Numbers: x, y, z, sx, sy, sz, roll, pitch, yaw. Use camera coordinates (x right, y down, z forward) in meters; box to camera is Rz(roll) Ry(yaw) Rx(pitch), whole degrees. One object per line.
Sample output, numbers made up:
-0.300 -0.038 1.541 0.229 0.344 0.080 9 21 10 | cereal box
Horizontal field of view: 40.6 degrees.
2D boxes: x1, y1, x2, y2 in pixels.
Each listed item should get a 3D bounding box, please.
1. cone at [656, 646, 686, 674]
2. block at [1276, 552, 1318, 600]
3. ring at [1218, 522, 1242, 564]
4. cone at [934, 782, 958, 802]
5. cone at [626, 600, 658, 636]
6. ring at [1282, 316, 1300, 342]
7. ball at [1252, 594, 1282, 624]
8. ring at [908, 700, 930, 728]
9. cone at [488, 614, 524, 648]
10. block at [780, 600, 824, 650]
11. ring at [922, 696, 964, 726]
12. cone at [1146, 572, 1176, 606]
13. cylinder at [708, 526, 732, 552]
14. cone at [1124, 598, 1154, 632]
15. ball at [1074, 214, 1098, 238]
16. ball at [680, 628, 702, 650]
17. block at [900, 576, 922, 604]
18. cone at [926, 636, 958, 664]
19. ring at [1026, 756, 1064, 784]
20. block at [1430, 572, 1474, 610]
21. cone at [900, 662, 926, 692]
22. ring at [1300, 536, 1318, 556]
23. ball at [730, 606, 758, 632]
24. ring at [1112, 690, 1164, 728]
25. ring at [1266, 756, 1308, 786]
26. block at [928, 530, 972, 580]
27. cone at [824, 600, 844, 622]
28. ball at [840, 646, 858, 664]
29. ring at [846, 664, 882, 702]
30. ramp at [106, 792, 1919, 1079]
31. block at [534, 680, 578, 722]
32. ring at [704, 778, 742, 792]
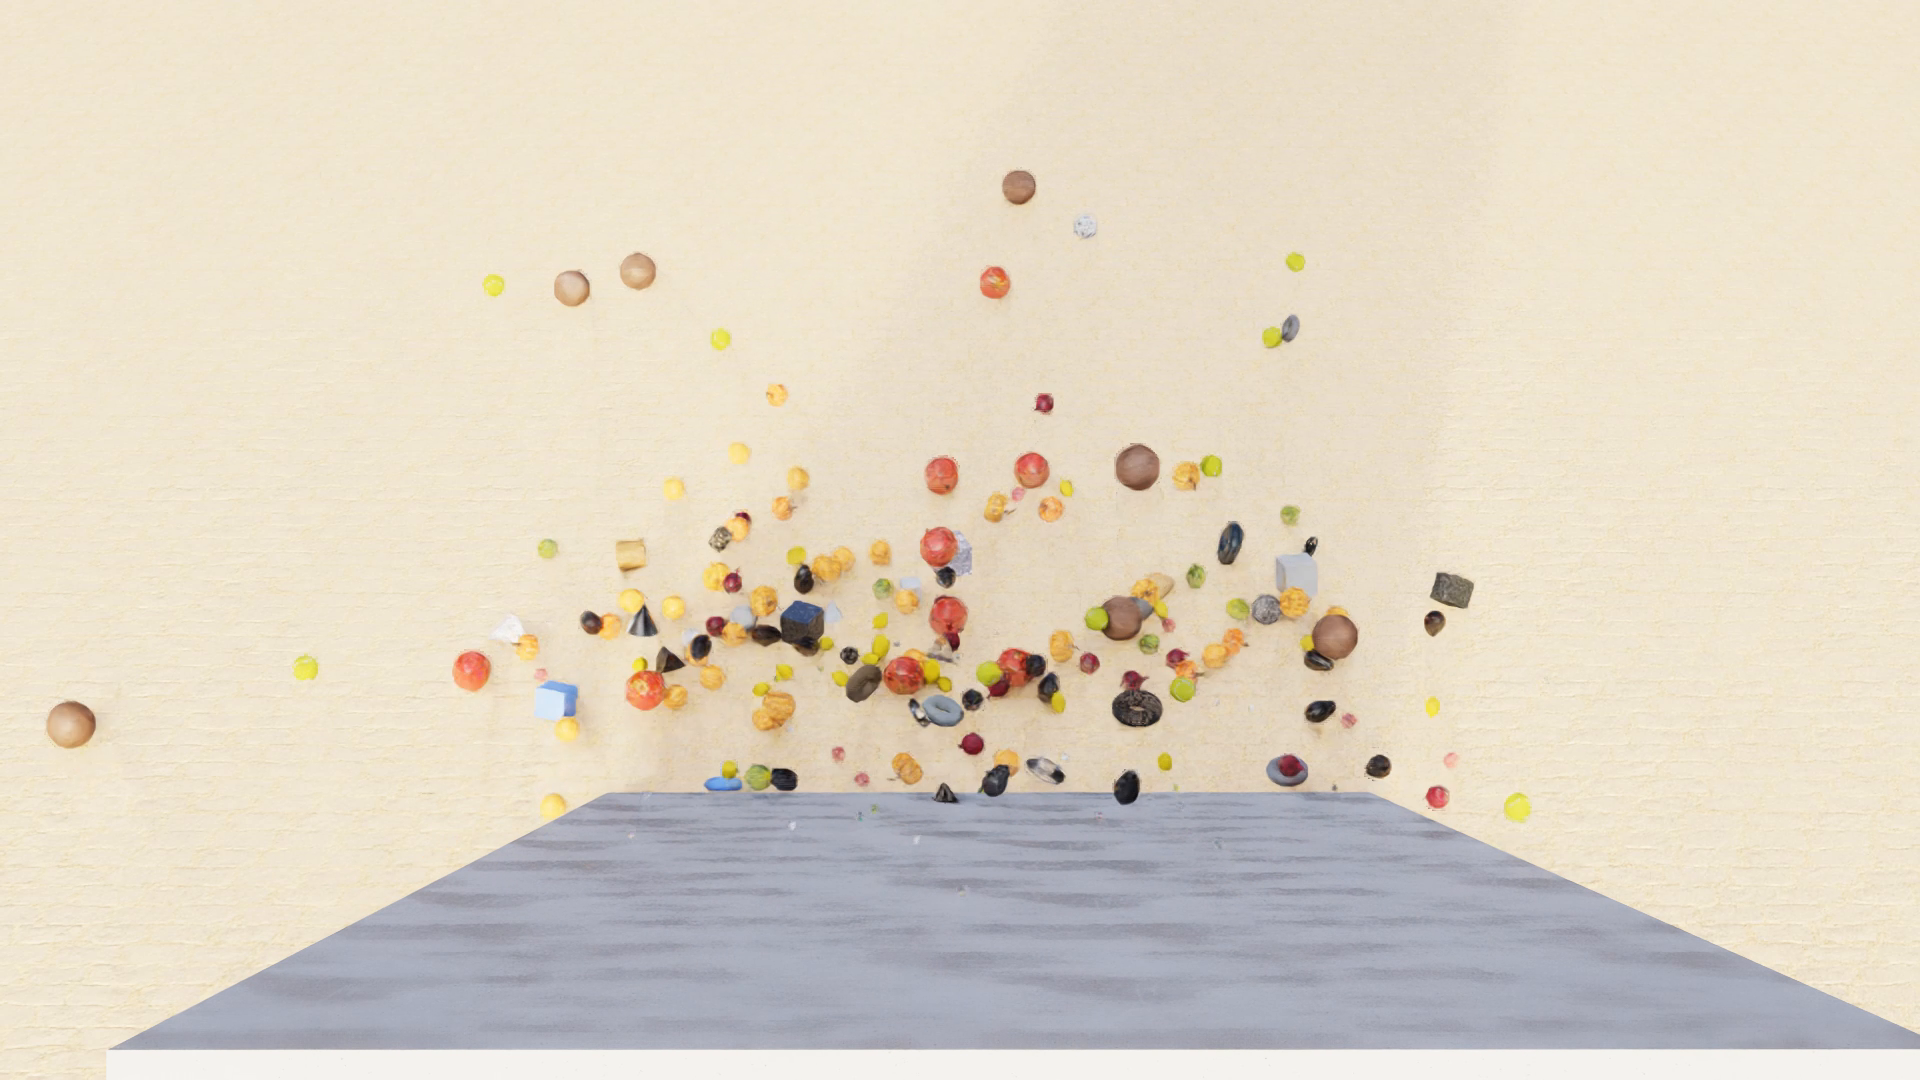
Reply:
-0.812 0.350 7.375 0.081 0.081 0.081 15 27 -27 | cone
0.994 0.106 7.655 0.100 0.100 0.100 -6 19 -9 | block
0.808 0.011 7.768 0.044 0.131 0.131 17 33 -12 | ring
-0.026 0.640 6.468 0.053 0.053 0.053 29 30 -17 | cone
-0.915 0.218 7.495 0.096 0.096 0.096 4 18 -1 | cone
1.120 -0.717 8.799 0.031 0.094 0.094 15 30 -20 | ring
0.891 0.202 7.546 0.088 0.088 0.088 0 34 0 | ball
-0.113 0.475 7.107 0.029 0.088 0.088 -29 37 3 | ring
-1.314 0.271 7.422 0.096 0.096 0.096 -14 35 -42 | cone
-0.454 0.244 7.482 0.090 0.090 0.090 16 37 22 | block
-0.048 0.473 7.174 0.118 0.039 0.118 14 31 -8 | ring
0.581 0.159 7.651 0.091 0.091 0.091 10 62 14 | cone
-0.725 -0.003 7.854 0.054 0.054 0.054 22 43 -21 | cylinder
0.508 0.230 7.546 0.093 0.093 0.093 13 63 18 | cone
0.460 -1.150 9.522 0.088 0.088 0.088 0 34 0 | ball
-0.771 0.283 7.452 0.060 0.060 0.060 0 34 0 | ball
-0.145 0.149 7.650 0.057 0.057 0.057 -7 35 -10 | block
-0.036 0.329 7.385 0.083 0.083 0.083 41 20 -19 | cone
0.224 0.605 6.817 0.113 0.113 0.038 17 67 24 | ring
1.438 0.148 7.586 0.080 0.080 0.080 22 -6 -41 | block
-0.131 0.373 7.305 0.075 0.075 0.075 0 33 0 | cone
1.037 0.035 7.743 0.033 0.098 0.098 26 39 8 | ring
-0.627 0.228 7.514 0.080 0.080 0.080 0 34 0 | ball
0.491 0.467 7.195 0.143 0.048 0.143 1 34 -1 | ring
0.880 0.621 6.978 0.114 0.038 0.114 -1 32 1 | ring
-0.029 0.046 7.766 0.098 0.098 0.098 -14 37 -19 | block
-0.372 0.198 7.575 0.062 0.062 0.062 0 34 0 | cone
-0.314 0.329 7.392 0.052 0.052 0.052 0 34 0 | ball
-0.266 0.395 7.161 0.121 0.121 0.040 -28 55 -35 | ring
0.076 0.657 4.808 2.000 0.100 4.000 0 -2 0 | ramp
-1.115 0.445 7.170 0.084 0.084 0.084 10 13 15 | block
-0.629 0.650 6.909 0.102 0.034 0.102 0 -2 0 | ring
